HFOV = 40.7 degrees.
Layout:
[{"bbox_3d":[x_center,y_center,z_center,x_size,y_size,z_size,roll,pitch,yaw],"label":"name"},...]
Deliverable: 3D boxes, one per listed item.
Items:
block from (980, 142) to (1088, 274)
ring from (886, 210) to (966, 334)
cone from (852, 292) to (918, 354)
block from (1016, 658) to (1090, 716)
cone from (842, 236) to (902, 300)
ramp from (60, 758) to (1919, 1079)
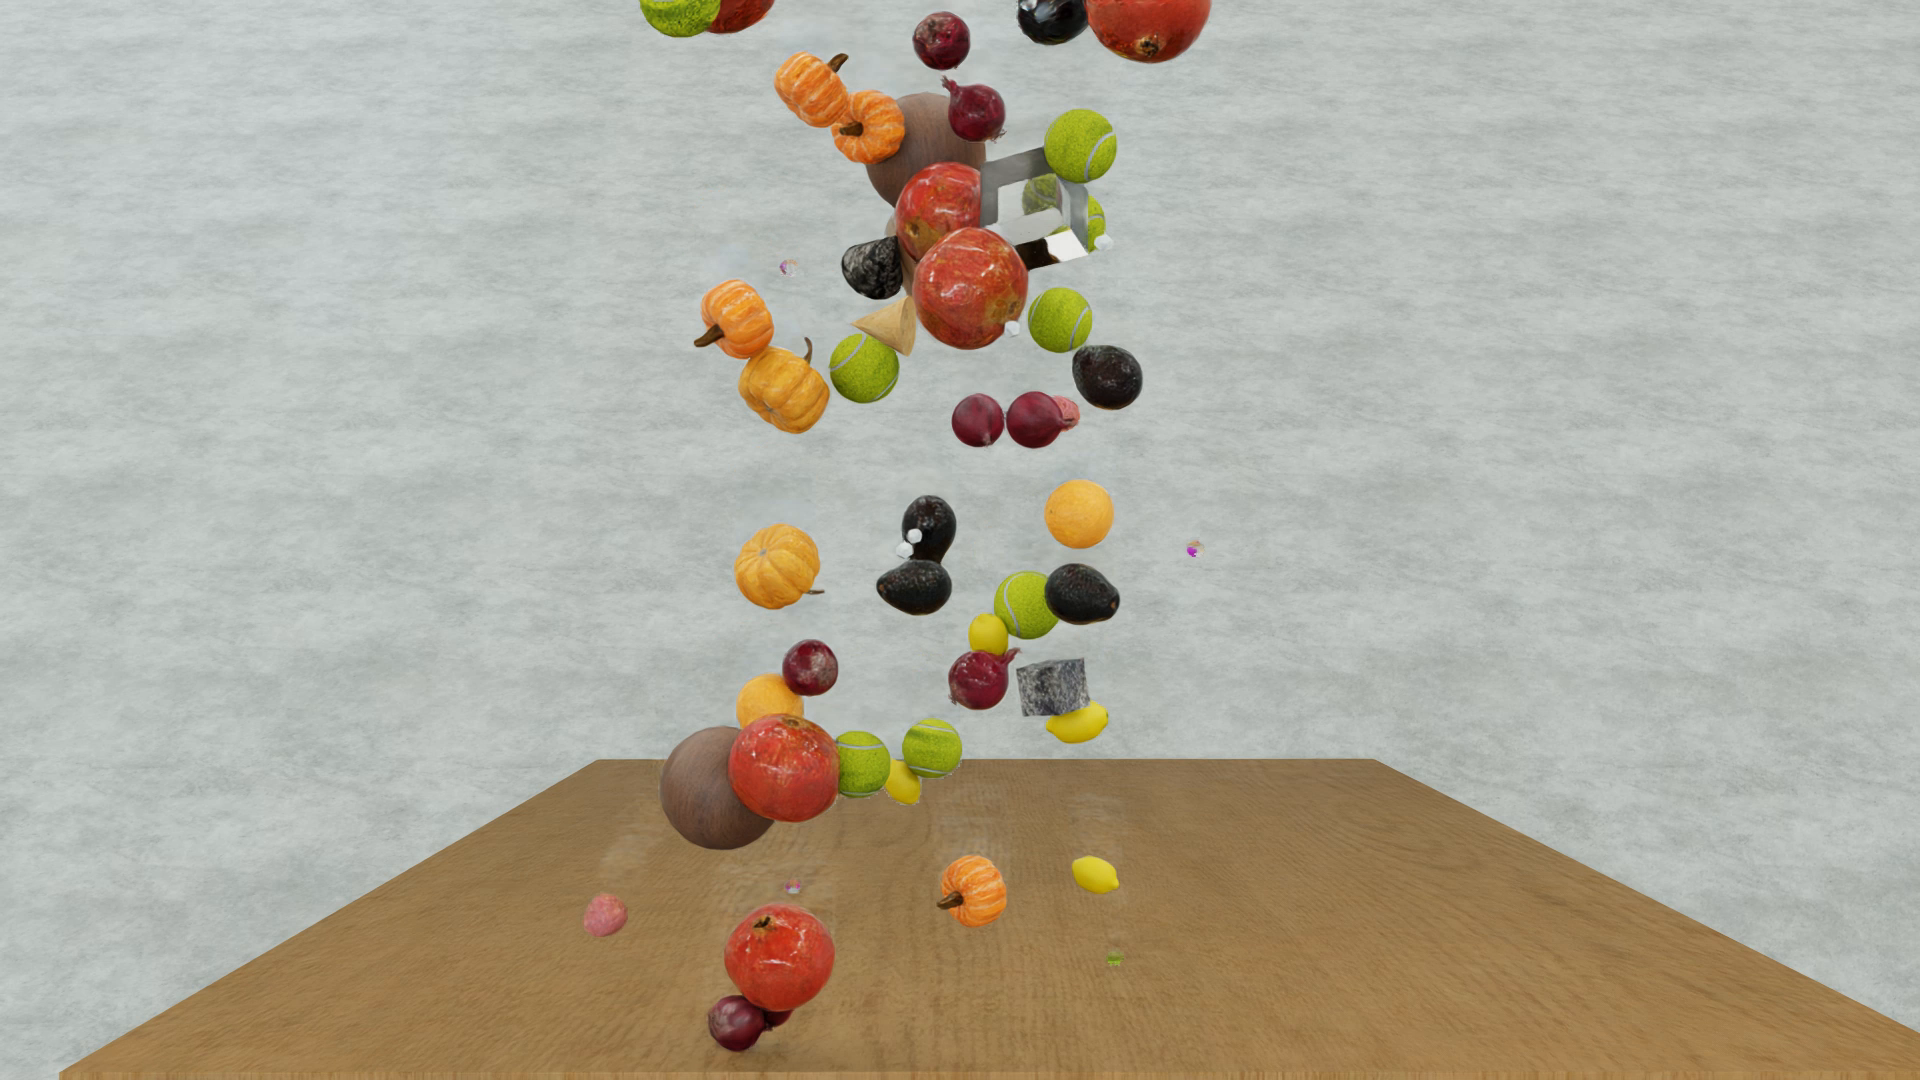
[{"bbox_3d":[0.074,-0.328,2.568,0.081,0.081,0.081,-13,56,22],"label":"block"},{"bbox_3d":[-0.036,-0.288,2.783,0.048,0.144,0.144,-25,35,-5],"label":"ring"},{"bbox_3d":[-0.074,-0.197,2.365,0.056,0.056,0.056,-1,29,21],"label":"cone"},{"bbox_3d":[0.106,0.168,2.954,0.056,0.056,0.056,-5,5,43],"label":"block"},{"bbox_3d":[-0.080,-0.301,2.725,0.070,0.070,0.070,12,58,-20],"label":"cone"},{"bbox_3d":[0.068,0.607,4.674,2.000,0.100,4.000,0,0,0],"label":"ramp"}]
